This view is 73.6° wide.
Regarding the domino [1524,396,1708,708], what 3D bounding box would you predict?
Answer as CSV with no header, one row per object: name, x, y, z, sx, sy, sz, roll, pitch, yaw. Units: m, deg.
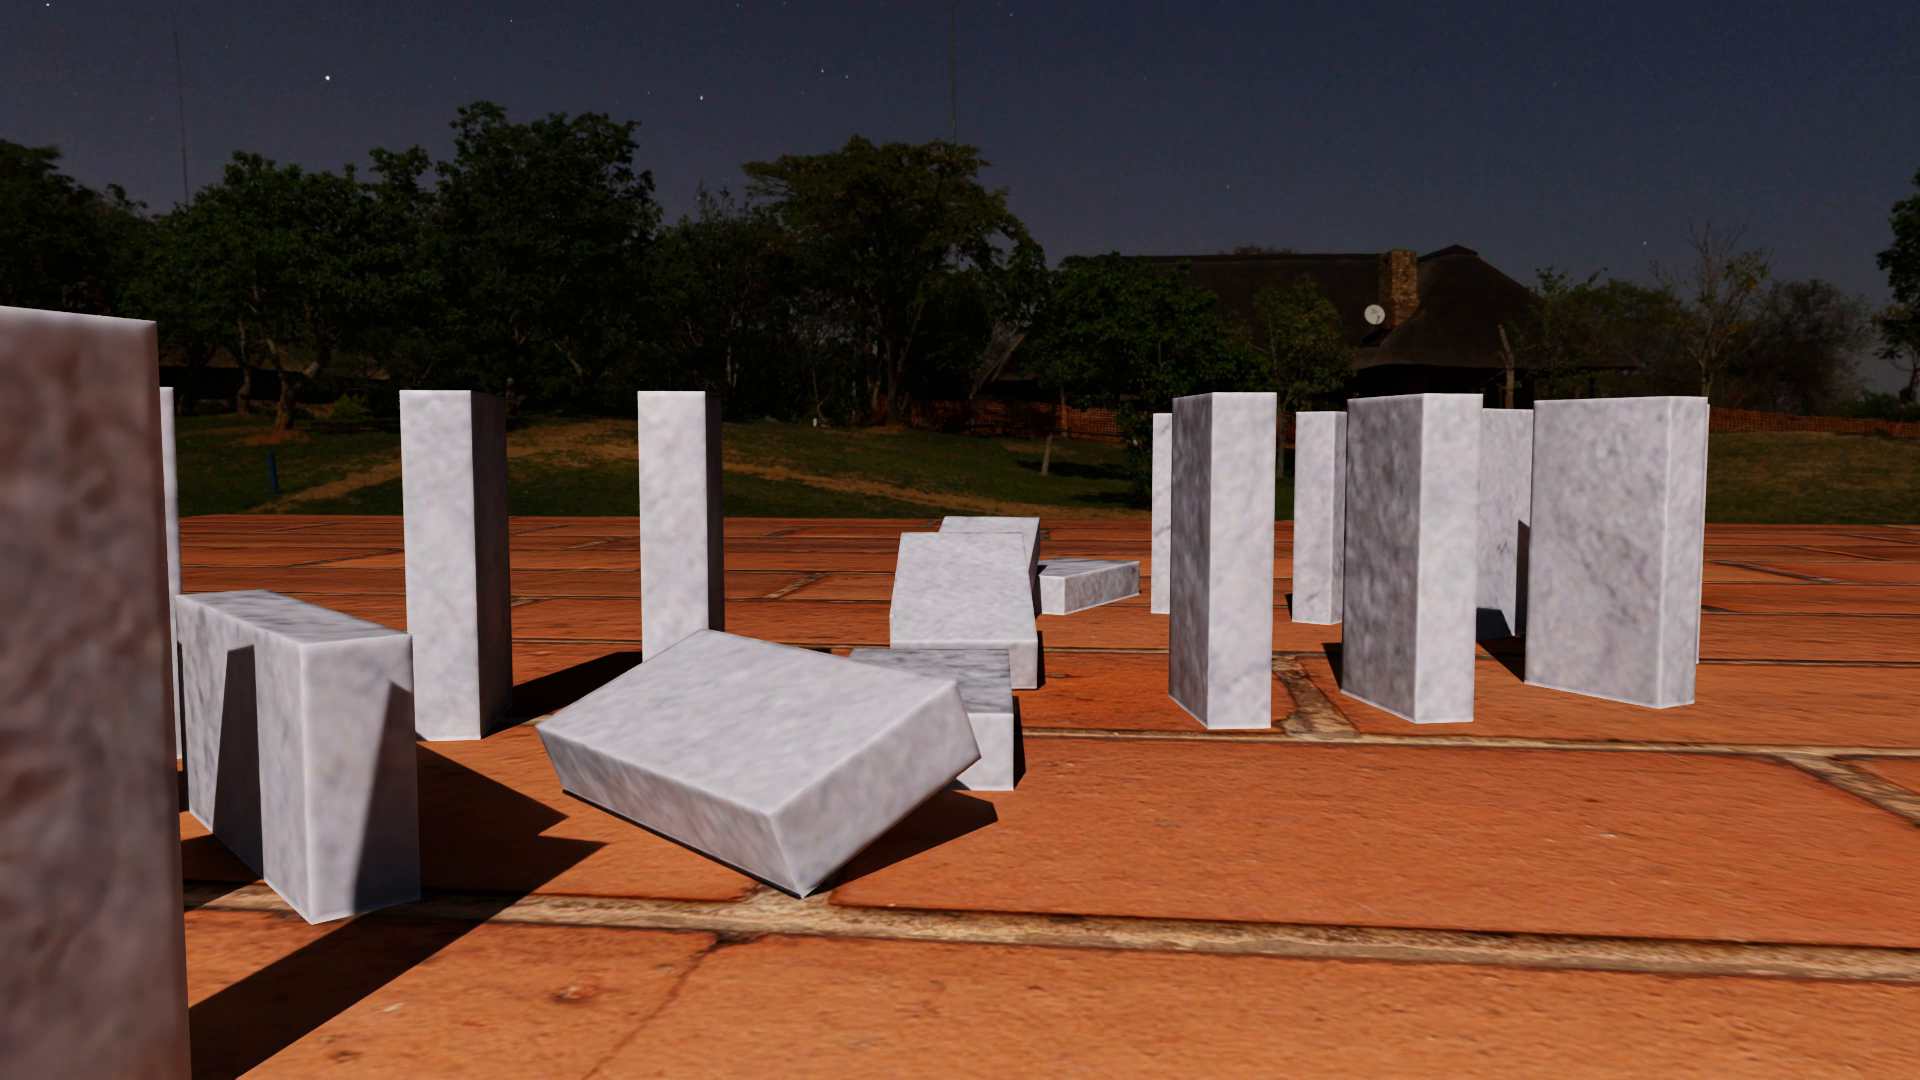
domino,0.110,0.001,0.218,0.009,0.050,0.025,-2,5,-29

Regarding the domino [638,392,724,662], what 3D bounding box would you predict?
domino,-0.043,0.003,0.198,0.010,0.050,0.025,0,4,-5

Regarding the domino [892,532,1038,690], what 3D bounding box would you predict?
domino,0.001,0.012,0.243,0.025,0.009,0.050,0,22,0

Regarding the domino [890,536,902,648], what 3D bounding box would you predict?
domino,-0.001,0.011,0.275,0.025,0.009,0.050,0,19,0

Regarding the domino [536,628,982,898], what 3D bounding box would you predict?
domino,-0.024,0.023,0.144,0.025,0.010,0.050,-32,24,-36

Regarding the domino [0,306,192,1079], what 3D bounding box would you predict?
domino,-0.058,0.012,0.070,0.009,0.050,0.025,1,5,18

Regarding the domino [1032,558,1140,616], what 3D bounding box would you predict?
domino,0.027,0.012,0.347,0.025,0.009,0.050,2,5,30

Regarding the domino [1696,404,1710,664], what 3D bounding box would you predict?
domino,0.131,-0.001,0.251,0.025,0.050,0.009,0,4,-2

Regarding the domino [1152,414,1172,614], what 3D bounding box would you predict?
domino,0.056,-0.007,0.332,0.010,0.050,0.025,1,4,15

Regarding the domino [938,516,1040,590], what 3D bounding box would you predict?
domino,0.005,0.007,0.315,0.025,0.009,0.050,1,21,8

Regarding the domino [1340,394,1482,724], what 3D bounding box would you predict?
domino,0.072,0.002,0.207,0.010,0.050,0.025,-1,4,-10

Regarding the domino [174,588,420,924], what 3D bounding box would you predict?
domino,-0.071,0.020,0.134,0.009,0.025,0.050,-4,6,-42

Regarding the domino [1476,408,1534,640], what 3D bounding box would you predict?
domino,0.117,-0.004,0.285,0.025,0.050,0.009,-3,5,-34

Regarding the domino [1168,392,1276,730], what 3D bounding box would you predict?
domino,0.041,0.002,0.202,0.009,0.050,0.025,0,4,-4

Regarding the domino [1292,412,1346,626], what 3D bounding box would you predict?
domino,0.091,-0.006,0.312,0.010,0.050,0.025,3,5,39

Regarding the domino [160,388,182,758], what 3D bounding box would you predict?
domino,-0.116,0.004,0.180,0.009,0.050,0.025,-3,5,-37

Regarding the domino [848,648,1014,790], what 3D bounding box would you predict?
domino,-0.005,0.024,0.182,0.025,0.009,0.050,0,4,1

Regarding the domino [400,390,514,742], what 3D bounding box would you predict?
domino,-0.076,0.003,0.195,0.009,0.050,0.025,-1,4,-9
